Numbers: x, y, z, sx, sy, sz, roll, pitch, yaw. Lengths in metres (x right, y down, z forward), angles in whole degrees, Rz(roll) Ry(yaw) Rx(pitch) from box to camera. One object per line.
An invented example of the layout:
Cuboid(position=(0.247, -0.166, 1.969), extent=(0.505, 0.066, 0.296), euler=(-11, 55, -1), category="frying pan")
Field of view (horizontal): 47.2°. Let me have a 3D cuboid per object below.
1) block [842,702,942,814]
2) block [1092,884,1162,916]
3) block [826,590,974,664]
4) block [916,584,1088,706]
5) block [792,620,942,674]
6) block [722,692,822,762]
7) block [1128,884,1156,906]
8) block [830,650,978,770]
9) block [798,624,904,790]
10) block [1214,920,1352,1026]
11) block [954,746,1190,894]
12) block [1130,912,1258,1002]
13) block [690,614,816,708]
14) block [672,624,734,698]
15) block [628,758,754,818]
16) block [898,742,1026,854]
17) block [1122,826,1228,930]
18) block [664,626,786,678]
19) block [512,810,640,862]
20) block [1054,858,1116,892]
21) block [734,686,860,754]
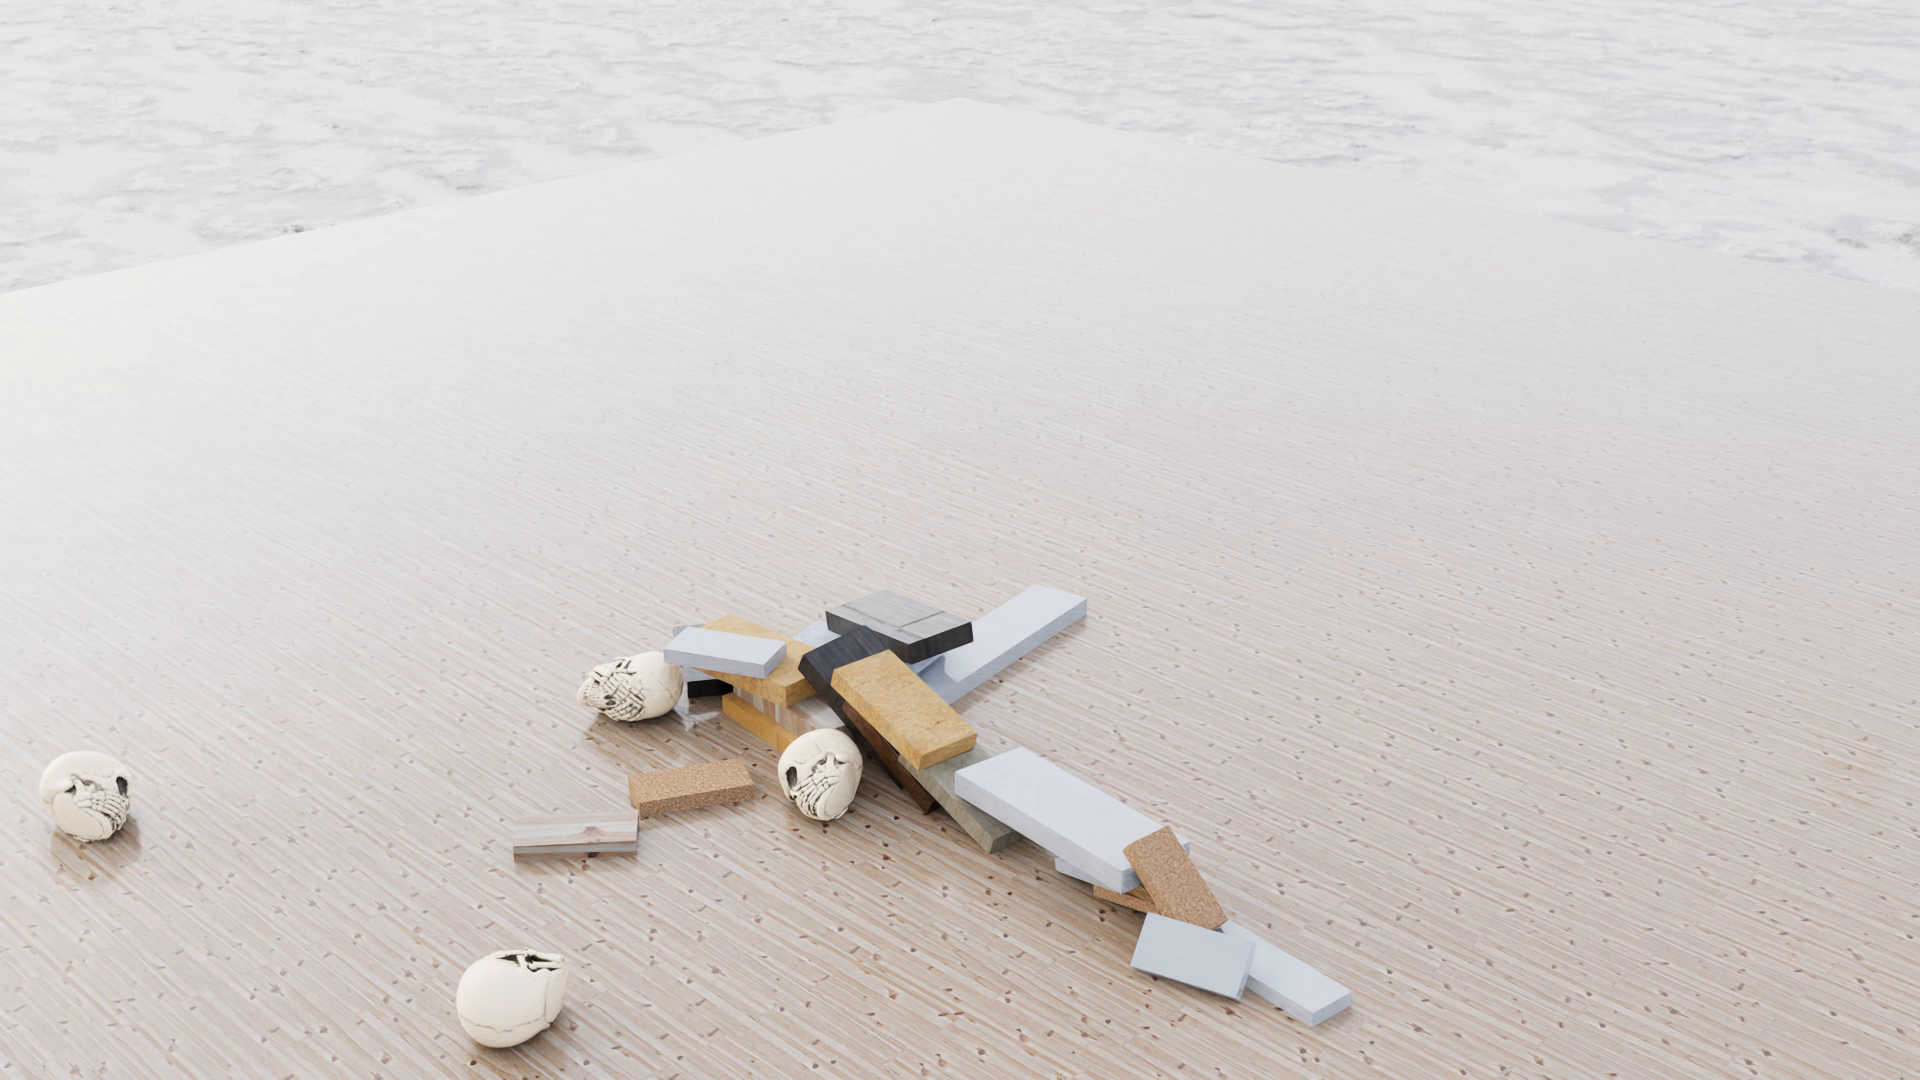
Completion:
Cuboid(position=(-0.096, 0.418, 4.540), extent=(0.148, 0.042, 0.295), euler=(-21, 60, -38), category="block")
Cuboid(position=(0.341, 0.662, 4.129), extent=(0.085, 0.024, 0.171), euler=(-19, 19, -38), category="block")
Cuboid(position=(-0.141, 0.196, 5.023), extent=(0.172, 0.049, 0.344), euler=(-19, 22, -32), category="block")
Cuboid(position=(0.049, 0.256, 5.104), extent=(0.147, 0.042, 0.699), euler=(15, 27, 31), category="block")
Cuboid(position=(-0.226, 0.252, 5.042), extent=(0.344, 0.049, 0.172), euler=(4, 21, 30), category="block")
Cuboid(position=(-0.376, 0.390, 4.789), extent=(0.147, 0.042, 0.294), euler=(-17, 28, -34), category="block")
Cuboid(position=(0.334, 0.626, 4.098), extent=(0.171, 0.024, 0.085), euler=(21, 31, 41), category="block")
Cuboid(position=(-0.116, 0.345, 4.504), extent=(0.148, 0.042, 0.295), euler=(-19, 46, -37), category="block")
Cuboid(position=(-0.163, 0.349, 4.644), extent=(0.177, 0.050, 0.355), euler=(-25, 63, -38), category="block")
Cuboid(position=(0.518, 0.753, 3.950), extent=(0.102, 0.029, 0.399), euler=(-18, 29, -36), category="block")
Cuboid(position=(0.209, 0.532, 4.230), extent=(0.172, 0.049, 0.486), euler=(-17, 28, -36), category="block")
Cuboid(position=(0.414, 0.738, 3.901), extent=(0.203, 0.102, 0.029), euler=(12, -18, 27), category="block")
Cuboid(position=(-0.446, 0.263, 4.841), extent=(0.355, 0.050, 0.177), euler=(19, 29, 37), category="block")
Cuboid(position=(-0.571, 0.273, 5.064), extent=(0.147, 0.042, 0.294), euler=(-5, 24, -12), category="block")
Cuboid(position=(-0.553, 0.508, 4.521), extent=(0.238, 0.034, 0.119), euler=(-8, 24, -17), category="block")
Cuboid(position=(0.026, 0.497, 4.419), extent=(0.148, 0.042, 0.295), euler=(-19, 48, -37), category="block")
Cuboid(position=(0.392, 0.629, 4.010), extent=(0.102, 0.029, 0.203), euler=(-19, 69, -36), category="block")
Cuboid(position=(-0.510, 0.244, 4.779), extent=(0.238, 0.034, 0.119), euler=(8, 24, 18), category="block")
Cuboid(position=(-0.756, 0.583, 4.343), extent=(0.238, 0.034, 0.119), euler=(-2, 23, -5), category="block")
Cuboid(position=(0.270, 0.627, 4.200), extent=(0.086, 0.024, 0.171), euler=(-18, 18, -36), category="block")
Cuboid(position=(-0.323, 0.349, 4.768), extent=(0.177, 0.050, 0.355), euler=(-17, 28, -34), category="block")
